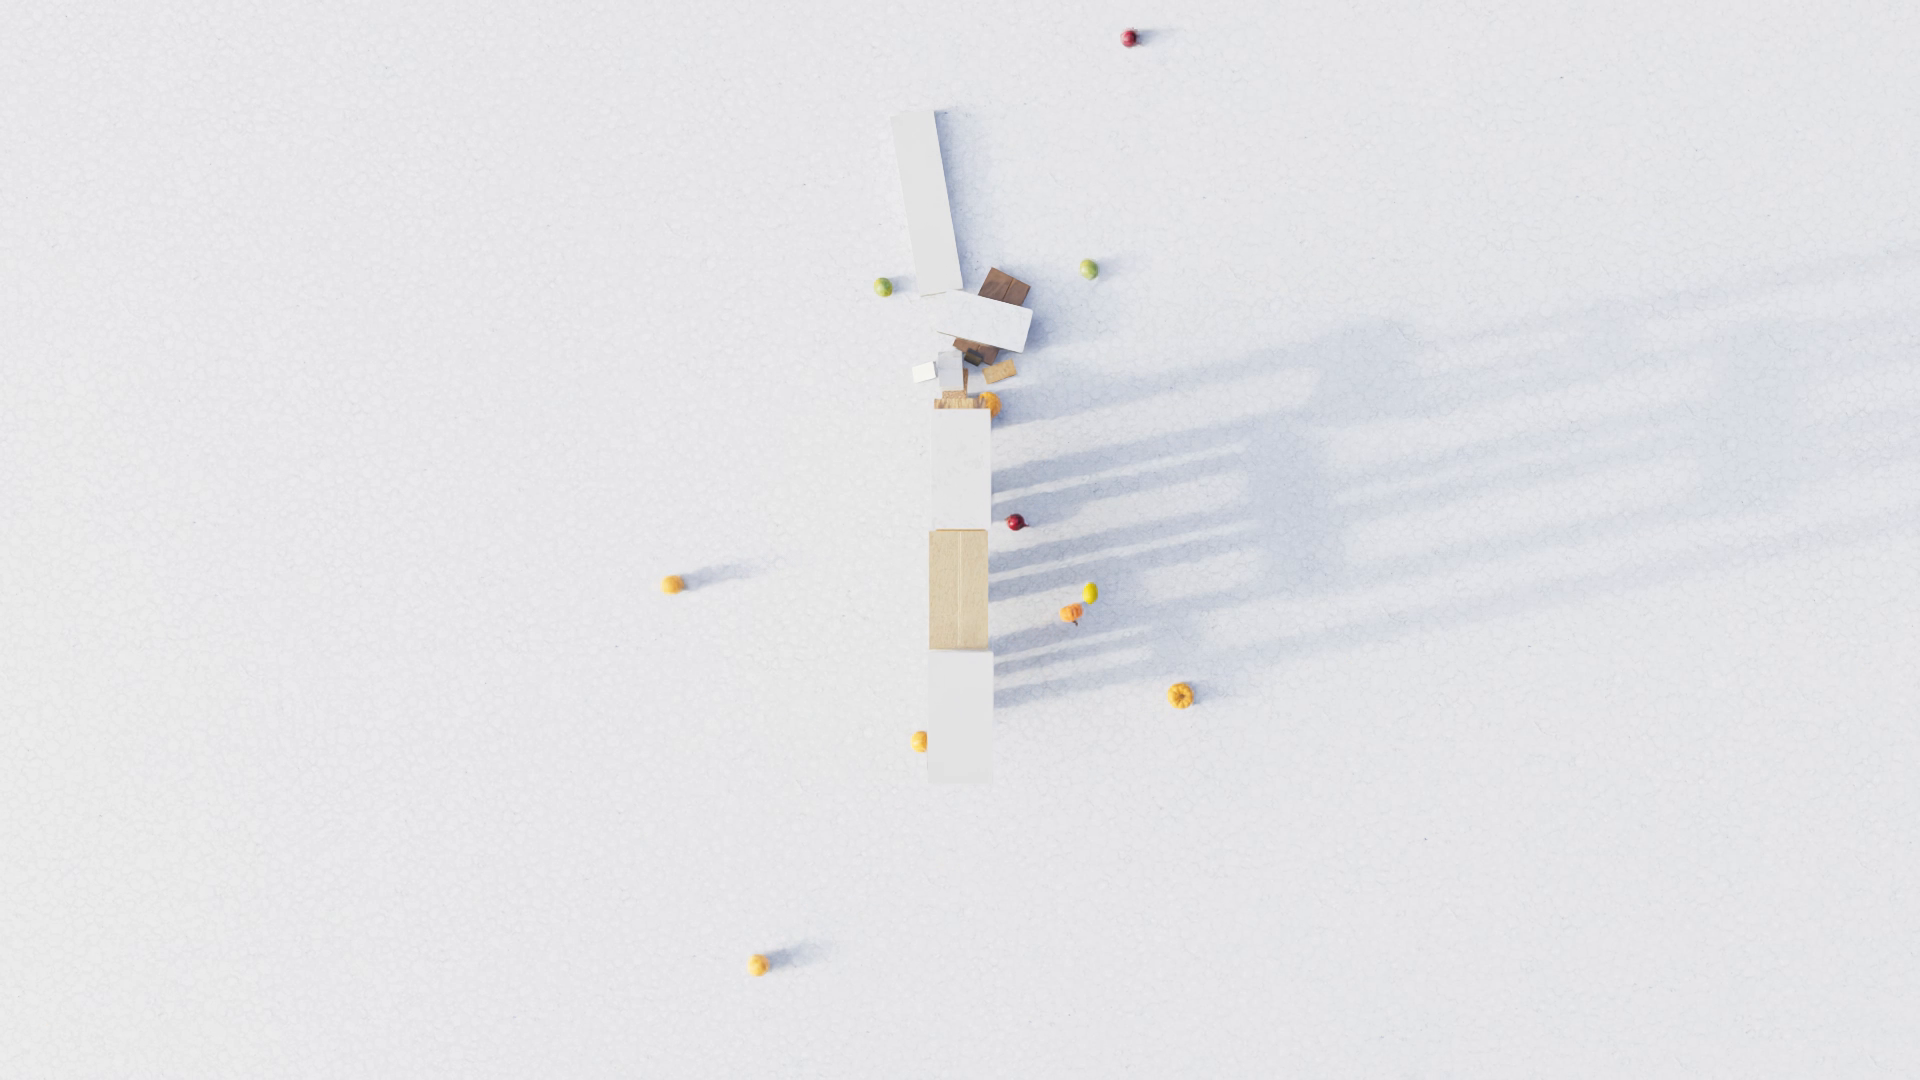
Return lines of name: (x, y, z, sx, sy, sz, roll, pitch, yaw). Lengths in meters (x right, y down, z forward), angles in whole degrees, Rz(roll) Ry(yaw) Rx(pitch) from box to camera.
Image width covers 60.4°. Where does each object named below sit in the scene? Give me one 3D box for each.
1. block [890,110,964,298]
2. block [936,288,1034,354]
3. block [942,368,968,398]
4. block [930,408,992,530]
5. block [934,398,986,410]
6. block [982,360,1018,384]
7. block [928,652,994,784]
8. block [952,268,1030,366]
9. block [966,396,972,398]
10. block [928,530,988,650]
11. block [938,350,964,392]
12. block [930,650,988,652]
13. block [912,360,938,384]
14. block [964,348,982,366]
block: (-0.111, -1.117, 5.479, 0.146, 0.041, 0.601, -10, 90, 0)
block: (0.082, -0.721, 5.438, 0.292, 0.041, 0.146, 14, 90, 0)
block: (-0.016, -0.506, 5.436, 0.079, 0.022, 0.158, 1, 47, 3)
block: (0.002, -0.191, 4.456, 0.162, 0.046, 0.323, 0, 90, 0)
block: (0.000, -0.279, 5.155, 0.161, 0.046, 0.322, 0, 90, 0)
block: (0.132, -0.560, 5.492, 0.106, 0.015, 0.053, -19, 90, 0)
block: (0.001, 0.476, 4.431, 0.175, 0.050, 0.350, 0, 90, 0)
block: (0.105, -0.742, 5.479, 0.146, 0.041, 0.292, 27, 90, 0)
block: (0.003, -0.441, 5.422, 0.079, 0.158, 0.022, 0, 111, 0)
block: (-0.004, 0.135, 4.460, 0.160, 0.045, 0.320, 0, 90, 0)
block: (-0.031, -0.558, 5.443, 0.079, 0.022, 0.158, -3, 53, 0)
block: (-0.002, 0.291, 4.830, 0.167, 0.047, 0.334, 0, 90, 0)
block: (-0.115, -0.555, 5.456, 0.015, 0.106, 0.053, -10, 90, -42)
block: (0.044, -0.603, 5.446, 0.053, 0.106, 0.015, 27, 79, 0)
